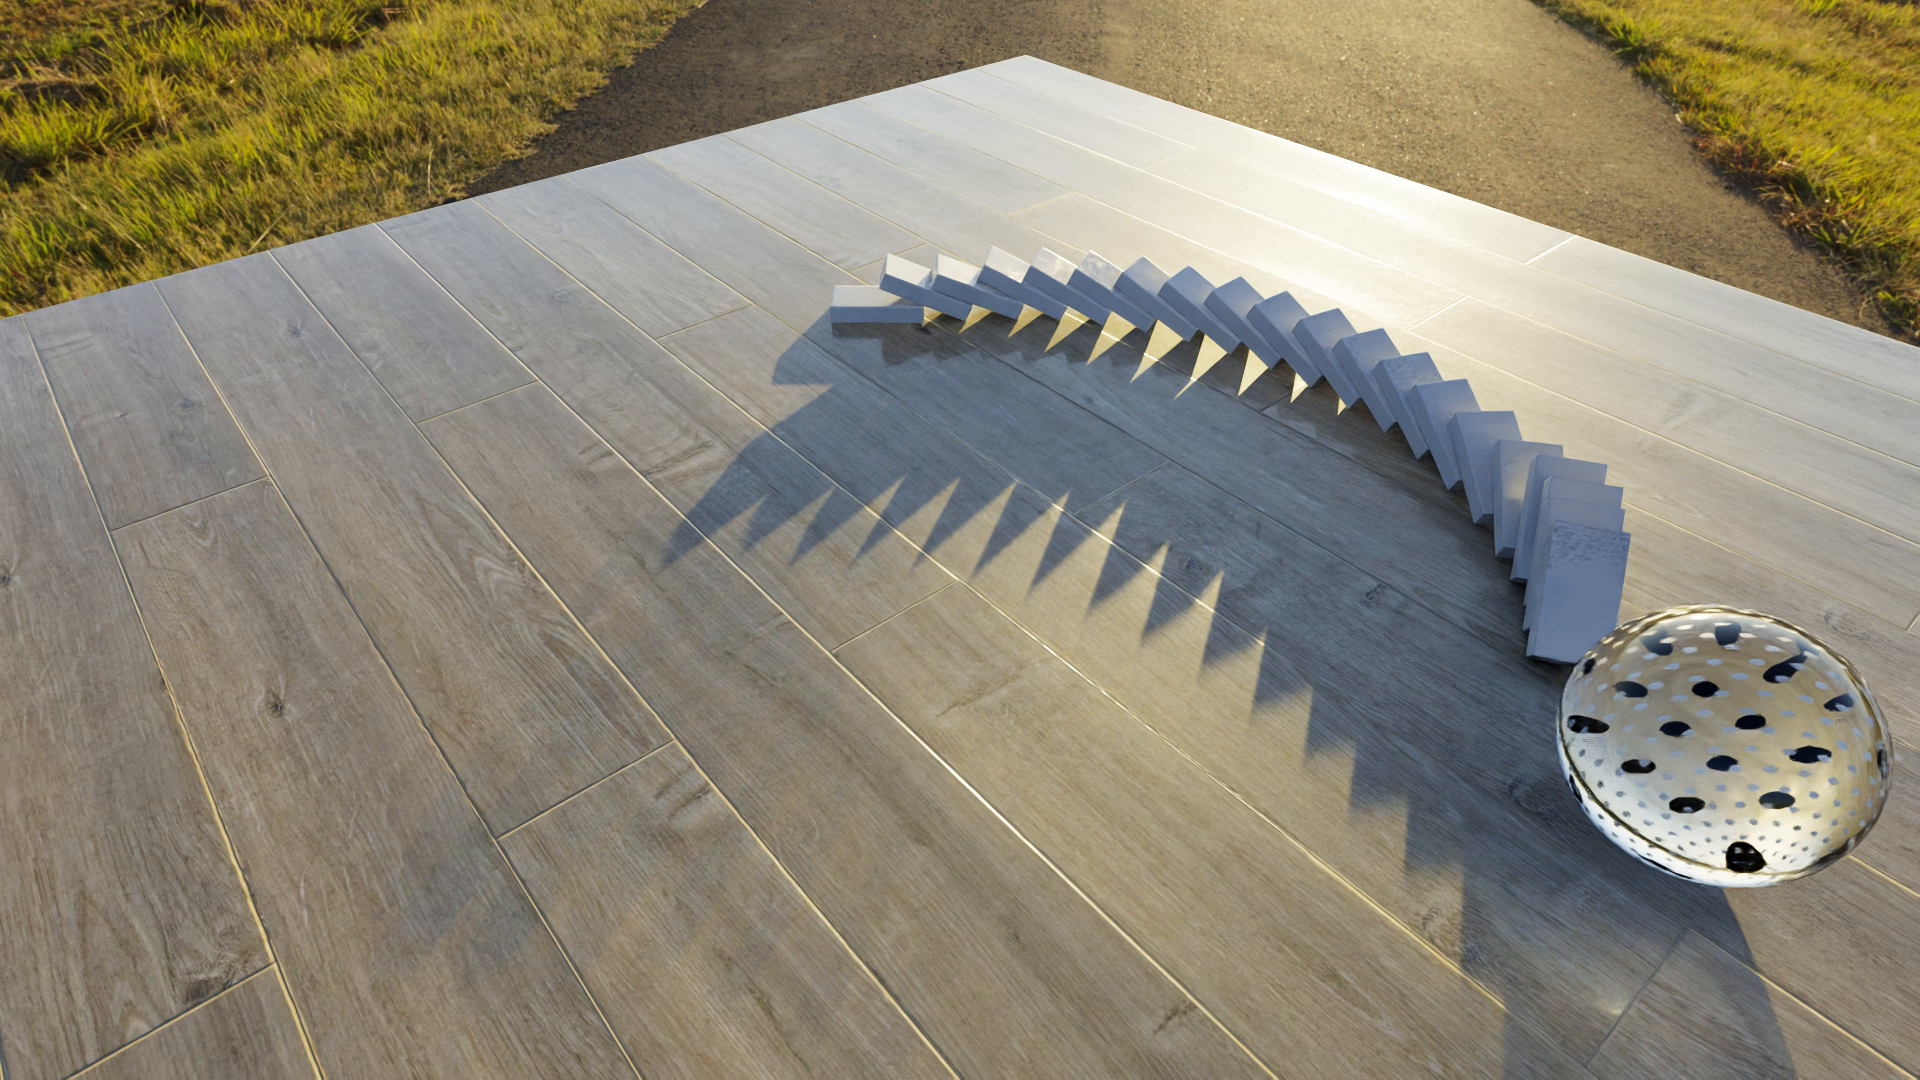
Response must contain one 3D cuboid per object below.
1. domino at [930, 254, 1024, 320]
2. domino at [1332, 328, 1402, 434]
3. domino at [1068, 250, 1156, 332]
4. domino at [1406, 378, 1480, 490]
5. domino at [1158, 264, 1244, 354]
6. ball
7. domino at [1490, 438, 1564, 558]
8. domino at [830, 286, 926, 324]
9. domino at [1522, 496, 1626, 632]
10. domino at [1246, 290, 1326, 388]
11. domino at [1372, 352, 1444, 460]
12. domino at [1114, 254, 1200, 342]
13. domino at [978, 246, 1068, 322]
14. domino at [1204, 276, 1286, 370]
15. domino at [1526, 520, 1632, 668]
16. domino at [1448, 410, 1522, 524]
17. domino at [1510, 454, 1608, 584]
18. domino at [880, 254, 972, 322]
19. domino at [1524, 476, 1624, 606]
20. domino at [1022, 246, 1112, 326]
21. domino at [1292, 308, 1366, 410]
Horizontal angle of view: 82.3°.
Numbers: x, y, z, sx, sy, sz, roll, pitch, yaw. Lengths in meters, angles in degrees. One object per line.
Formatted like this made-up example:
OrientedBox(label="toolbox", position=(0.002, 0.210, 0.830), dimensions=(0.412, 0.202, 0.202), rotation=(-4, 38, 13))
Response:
OrientedBox(label="domino", position=(0.010, -0.138, 0.598), dimensions=(0.050, 0.010, 0.025), rotation=(17, 37, -13))
OrientedBox(label="domino", position=(0.201, -0.076, 0.521), dimensions=(0.025, 0.010, 0.050), rotation=(-15, 66, -17))
OrientedBox(label="domino", position=(0.085, -0.134, 0.592), dimensions=(0.050, 0.010, 0.025), rotation=(33, 45, 2))
OrientedBox(label="domino", position=(0.220, -0.047, 0.486), dimensions=(0.025, 0.010, 0.050), rotation=(-7, 64, -9))
OrientedBox(label="domino", position=(0.131, -0.121, 0.576), dimensions=(0.050, 0.009, 0.025), rotation=(43, 52, 10))
OrientedBox(label="ball", position=(0.217, 0.058, 0.316), dimensions=(0.080, 0.080, 0.080), rotation=(0, 39, 0))
OrientedBox(label="domino", position=(0.231, -0.016, 0.447), dimensions=(0.025, 0.010, 0.050), rotation=(7, 65, 7))
OrientedBox(label="domino", position=(-0.044, -0.129, 0.601), dimensions=(0.050, 0.010, 0.025), rotation=(0, 39, 0))
OrientedBox(label="domino", position=(0.226, 0.011, 0.405), dimensions=(0.025, 0.009, 0.050), rotation=(12, 82, 14))
OrientedBox(label="domino", position=(0.170, -0.101, 0.552), dimensions=(0.025, 0.010, 0.050), rotation=(-26, 70, -28))
OrientedBox(label="domino", position=(0.212, -0.062, 0.504), dimensions=(0.025, 0.010, 0.050), rotation=(-10, 64, -12))
OrientedBox(label="domino", position=(0.109, -0.129, 0.585), dimensions=(0.050, 0.010, 0.025), rotation=(40, 49, 8))
OrientedBox(label="domino", position=(0.036, -0.140, 0.599), dimensions=(0.050, 0.010, 0.025), rotation=(25, 40, -7))
OrientedBox(label="domino", position=(0.152, -0.112, 0.565), dimensions=(0.025, 0.010, 0.050), rotation=(-31, 72, -32))
OrientedBox(label="domino", position=(0.222, 0.020, 0.395), dimensions=(0.025, 0.009, 0.050), rotation=(12, 82, 14))
OrientedBox(label="domino", position=(0.227, -0.031, 0.466), dimensions=(0.025, 0.010, 0.050), rotation=(-1, 63, -1))
OrientedBox(label="domino", position=(0.233, -0.007, 0.427), dimensions=(0.025, 0.009, 0.050), rotation=(12, 82, 14))
OrientedBox(label="domino", position=(-0.018, -0.137, 0.596), dimensions=(0.050, 0.009, 0.025), rotation=(18, 37, -15))
OrientedBox(label="domino", position=(0.232, 0.003, 0.416), dimensions=(0.025, 0.010, 0.050), rotation=(12, 82, 14))
OrientedBox(label="domino", position=(0.061, -0.138, 0.596), dimensions=(0.050, 0.009, 0.025), rotation=(30, 43, -2))
OrientedBox(label="domino", position=(0.187, -0.089, 0.537), dimensions=(0.025, 0.009, 0.050), rotation=(-19, 67, -22))
